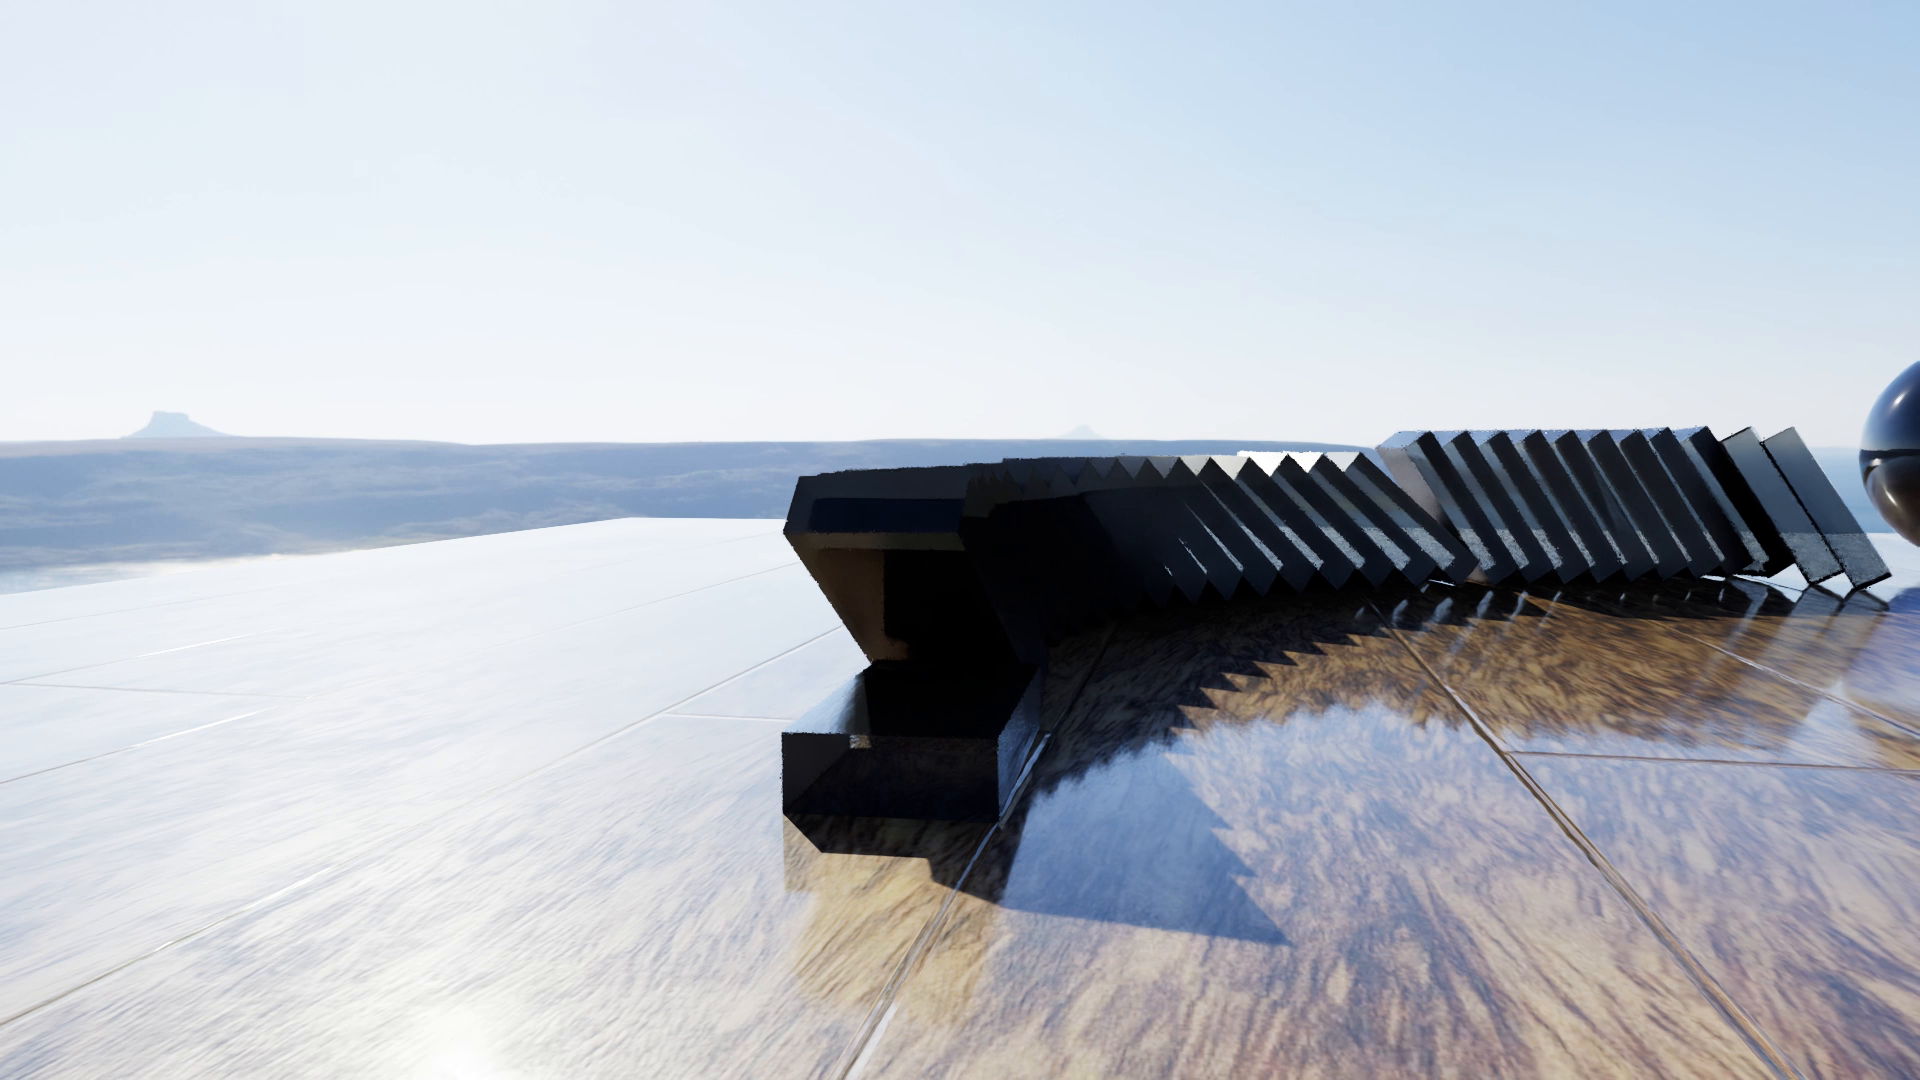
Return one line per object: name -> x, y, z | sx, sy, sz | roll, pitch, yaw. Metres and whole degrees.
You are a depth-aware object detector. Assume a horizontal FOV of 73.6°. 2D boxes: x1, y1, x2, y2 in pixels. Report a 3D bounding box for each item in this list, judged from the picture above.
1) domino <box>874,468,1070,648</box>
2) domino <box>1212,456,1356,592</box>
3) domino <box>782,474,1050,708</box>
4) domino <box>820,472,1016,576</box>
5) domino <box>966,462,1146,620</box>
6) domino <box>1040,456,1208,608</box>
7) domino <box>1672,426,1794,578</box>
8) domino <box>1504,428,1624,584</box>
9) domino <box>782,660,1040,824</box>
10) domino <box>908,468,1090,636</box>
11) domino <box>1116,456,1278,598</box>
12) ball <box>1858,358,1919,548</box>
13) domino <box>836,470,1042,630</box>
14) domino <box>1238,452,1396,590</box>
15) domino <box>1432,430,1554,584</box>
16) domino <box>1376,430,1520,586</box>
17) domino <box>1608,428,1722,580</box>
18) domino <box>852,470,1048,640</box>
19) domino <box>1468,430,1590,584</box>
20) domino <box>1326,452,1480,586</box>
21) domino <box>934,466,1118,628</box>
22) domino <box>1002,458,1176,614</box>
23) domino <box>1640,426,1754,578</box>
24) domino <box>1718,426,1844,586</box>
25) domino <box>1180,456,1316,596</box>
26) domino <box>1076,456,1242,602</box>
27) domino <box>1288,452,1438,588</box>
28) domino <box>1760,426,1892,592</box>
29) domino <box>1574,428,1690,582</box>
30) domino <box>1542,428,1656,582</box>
domino -> 0.002, 0.004, 0.257 | 0.025, 0.009, 0.050 | 2, -32, 26
domino -> 0.089, -0.005, 0.371 | 0.050, 0.009, 0.025 | 41, -13, -22
domino -> -0.005, 0.009, 0.191 | 0.025, 0.009, 0.050 | 0, -34, 19
domino -> -0.004, 0.008, 0.208 | 0.025, 0.009, 0.050 | 1, -33, 17
domino -> 0.022, 0.001, 0.303 | 0.025, 0.009, 0.050 | 3, -32, 37
domino -> 0.041, -0.002, 0.329 | 0.025, 0.009, 0.050 | 4, -33, 46
domino -> 0.241, -0.012, 0.408 | 0.010, 0.050, 0.025 | -33, -1, 4
domino -> 0.184, -0.011, 0.401 | 0.009, 0.050, 0.025 | -33, 4, 1
domino -> -0.004, 0.025, 0.170 | 0.025, 0.009, 0.050 | 1, 4, 9
domino -> 0.007, 0.003, 0.274 | 0.025, 0.010, 0.050 | 3, -32, 30
domino -> 0.063, -0.003, 0.352 | 0.050, 0.009, 0.025 | 44, -20, -29
ball -> 0.353, -0.030, 0.435 | 0.080, 0.080, 0.080 | 0, 4, 0
domino -> -0.003, 0.007, 0.224 | 0.025, 0.009, 0.050 | 1, -33, 17
domino -> 0.103, -0.006, 0.379 | 0.050, 0.009, 0.025 | 42, -10, -17
domino -> 0.161, -0.011, 0.398 | 0.009, 0.050, 0.025 | -34, 4, 1
domino -> 0.150, -0.010, 0.396 | 0.009, 0.050, 0.025 | -34, 4, 1
domino -> 0.218, -0.012, 0.408 | 0.010, 0.050, 0.025 | -33, 4, 1
domino -> -0.002, 0.006, 0.241 | 0.025, 0.010, 0.050 | 2, -33, 23
domino -> 0.173, -0.011, 0.399 | 0.009, 0.050, 0.025 | -34, 4, 1
domino -> 0.132, -0.007, 0.392 | 0.050, 0.009, 0.025 | 41, -1, -7
domino -> 0.014, 0.002, 0.288 | 0.025, 0.009, 0.050 | 3, -32, 33
domino -> 0.031, -0.001, 0.317 | 0.025, 0.010, 0.050 | 4, -34, 41
domino -> 0.229, -0.012, 0.411 | 0.009, 0.050, 0.025 | -33, 2, 2
domino -> 0.253, -0.011, 0.395 | 0.009, 0.050, 0.025 | -34, -15, 32
domino -> 0.076, -0.004, 0.363 | 0.050, 0.010, 0.025 | 42, -15, -24
domino -> 0.051, -0.003, 0.341 | 0.025, 0.010, 0.050 | 5, -33, 51
domino -> 0.118, -0.006, 0.387 | 0.050, 0.009, 0.025 | 41, -4, -12
domino -> 0.259, -0.010, 0.384 | 0.010, 0.050, 0.025 | -34, -15, 31
domino -> 0.207, -0.011, 0.406 | 0.009, 0.050, 0.025 | -33, 4, 1
domino -> 0.196, -0.011, 0.404 | 0.009, 0.050, 0.025 | -33, 4, 1
